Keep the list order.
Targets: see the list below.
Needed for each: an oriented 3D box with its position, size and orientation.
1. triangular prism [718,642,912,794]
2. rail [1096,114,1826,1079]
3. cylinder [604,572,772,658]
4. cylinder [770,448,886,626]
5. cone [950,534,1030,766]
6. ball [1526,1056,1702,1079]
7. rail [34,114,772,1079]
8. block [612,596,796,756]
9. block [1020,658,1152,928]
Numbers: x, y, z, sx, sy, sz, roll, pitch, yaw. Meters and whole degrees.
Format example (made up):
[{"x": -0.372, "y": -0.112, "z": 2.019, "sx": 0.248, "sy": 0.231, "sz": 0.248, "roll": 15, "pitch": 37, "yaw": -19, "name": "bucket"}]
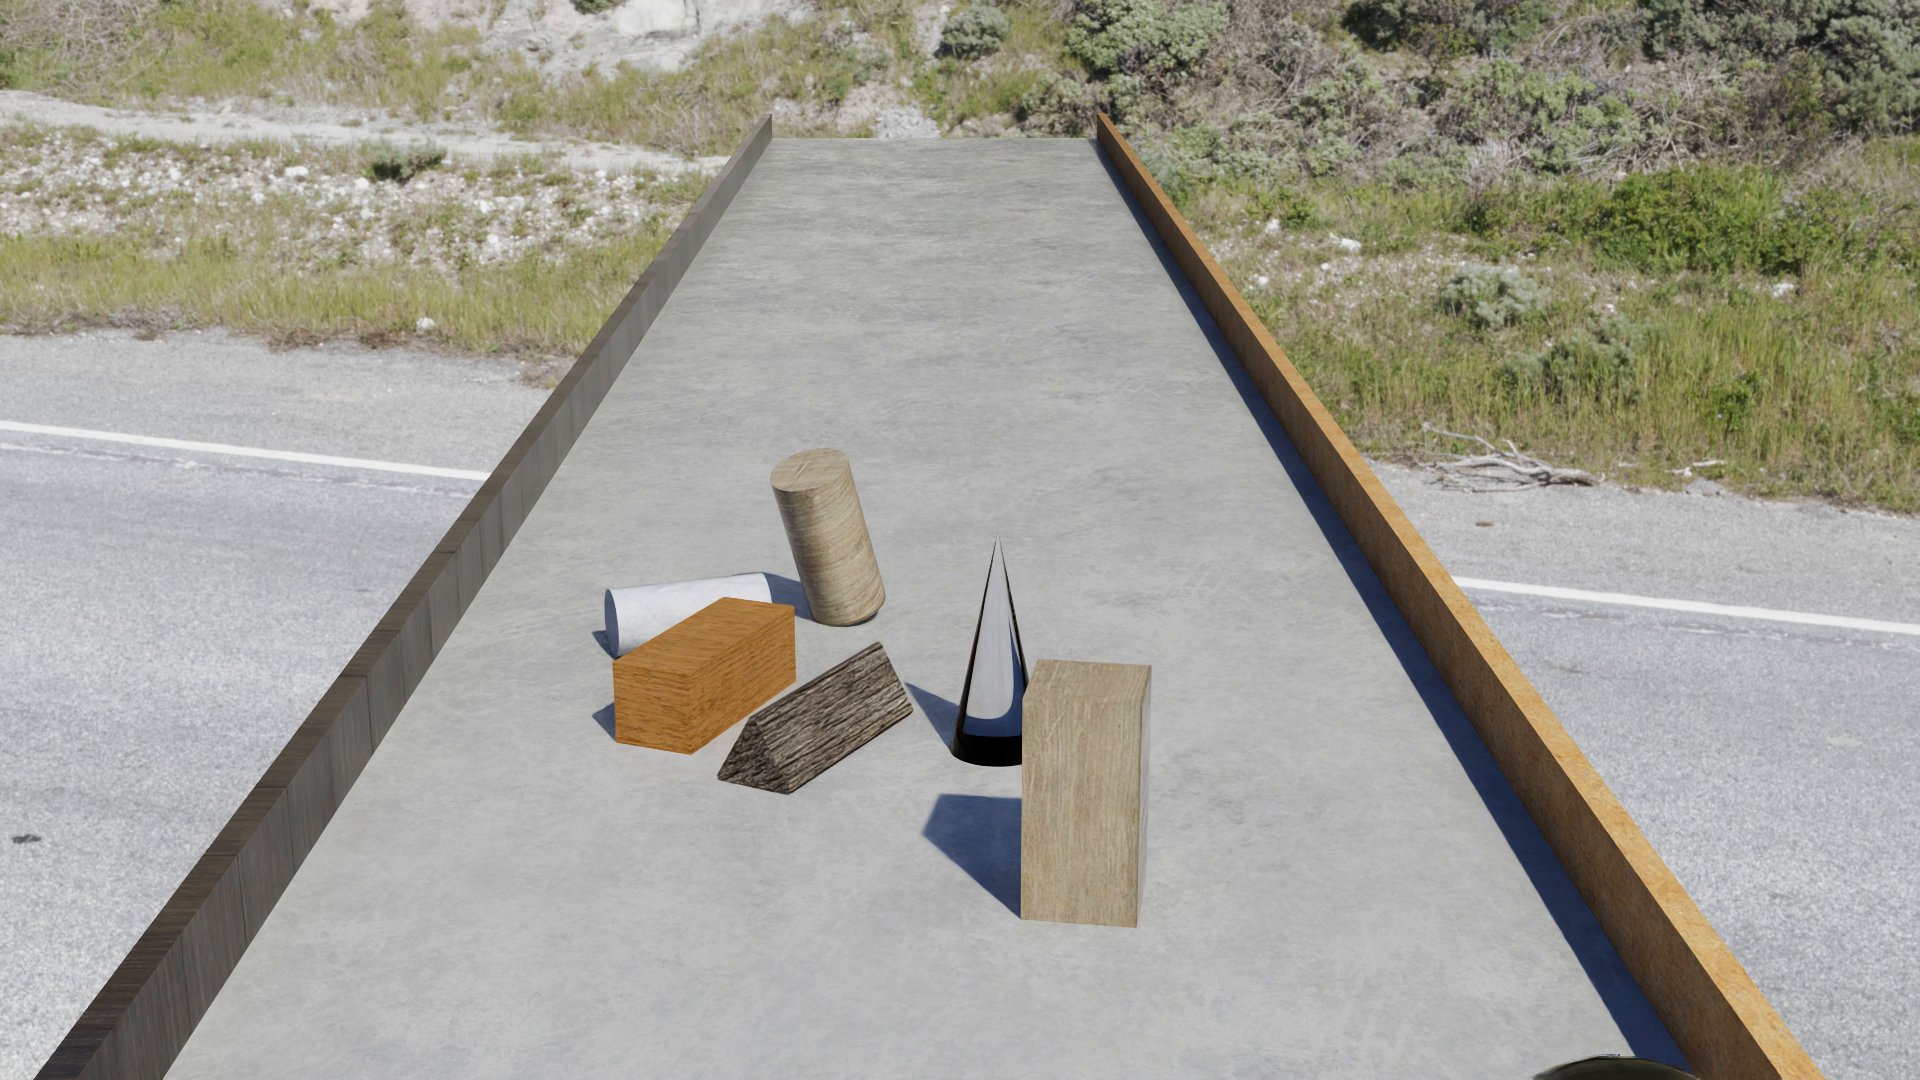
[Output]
[{"x": -0.254, "y": 0.307, "z": 3.958, "sx": 0.147, "sy": 0.128, "sz": 0.439, "roll": 9, "pitch": 19, "yaw": 26, "name": "triangular prism"}, {"x": 0.932, "y": -0.844, "z": 7.801, "sx": 0.050, "sy": 0.150, "sz": 12.000, "roll": 0, "pitch": 17, "yaw": -1, "name": "rail"}, {"x": -0.553, "y": 0.151, "z": 4.476, "sx": 0.316, "sy": 0.138, "sz": 0.138, "roll": -6, "pitch": 18, "yaw": -20, "name": "cylinder"}, {"x": -0.274, "y": -0.005, "z": 4.588, "sx": 0.165, "sy": 0.337, "sz": 0.165, "roll": -10, "pitch": 31, "yaw": 6, "name": "cylinder"}, {"x": 0.066, "y": 0.180, "z": 3.903, "sx": 0.170, "sy": 0.411, "sz": 0.170, "roll": 0, "pitch": 17, "yaw": 0, "name": "cone"}, {"x": 0.675, "y": 0.706, "z": 2.236, "sx": 0.353, "sy": 0.353, "sz": 0.353, "roll": 0, "pitch": 17, "yaw": 0, "name": "ball"}, {"x": -1.118, "y": -0.838, "z": 7.780, "sx": 0.050, "sy": 0.150, "sz": 12.000, "roll": 0, "pitch": 17, "yaw": -1, "name": "rail"}, {"x": -0.472, "y": 0.248, "z": 4.122, "sx": 0.155, "sy": 0.155, "sz": 0.414, "roll": 7, "pitch": 18, "yaw": 22, "name": "block"}, {"x": 0.192, "y": 0.381, "z": 3.326, "sx": 0.175, "sy": 0.354, "sz": 0.175, "roll": 3, "pitch": 17, "yaw": 9, "name": "block"}]
